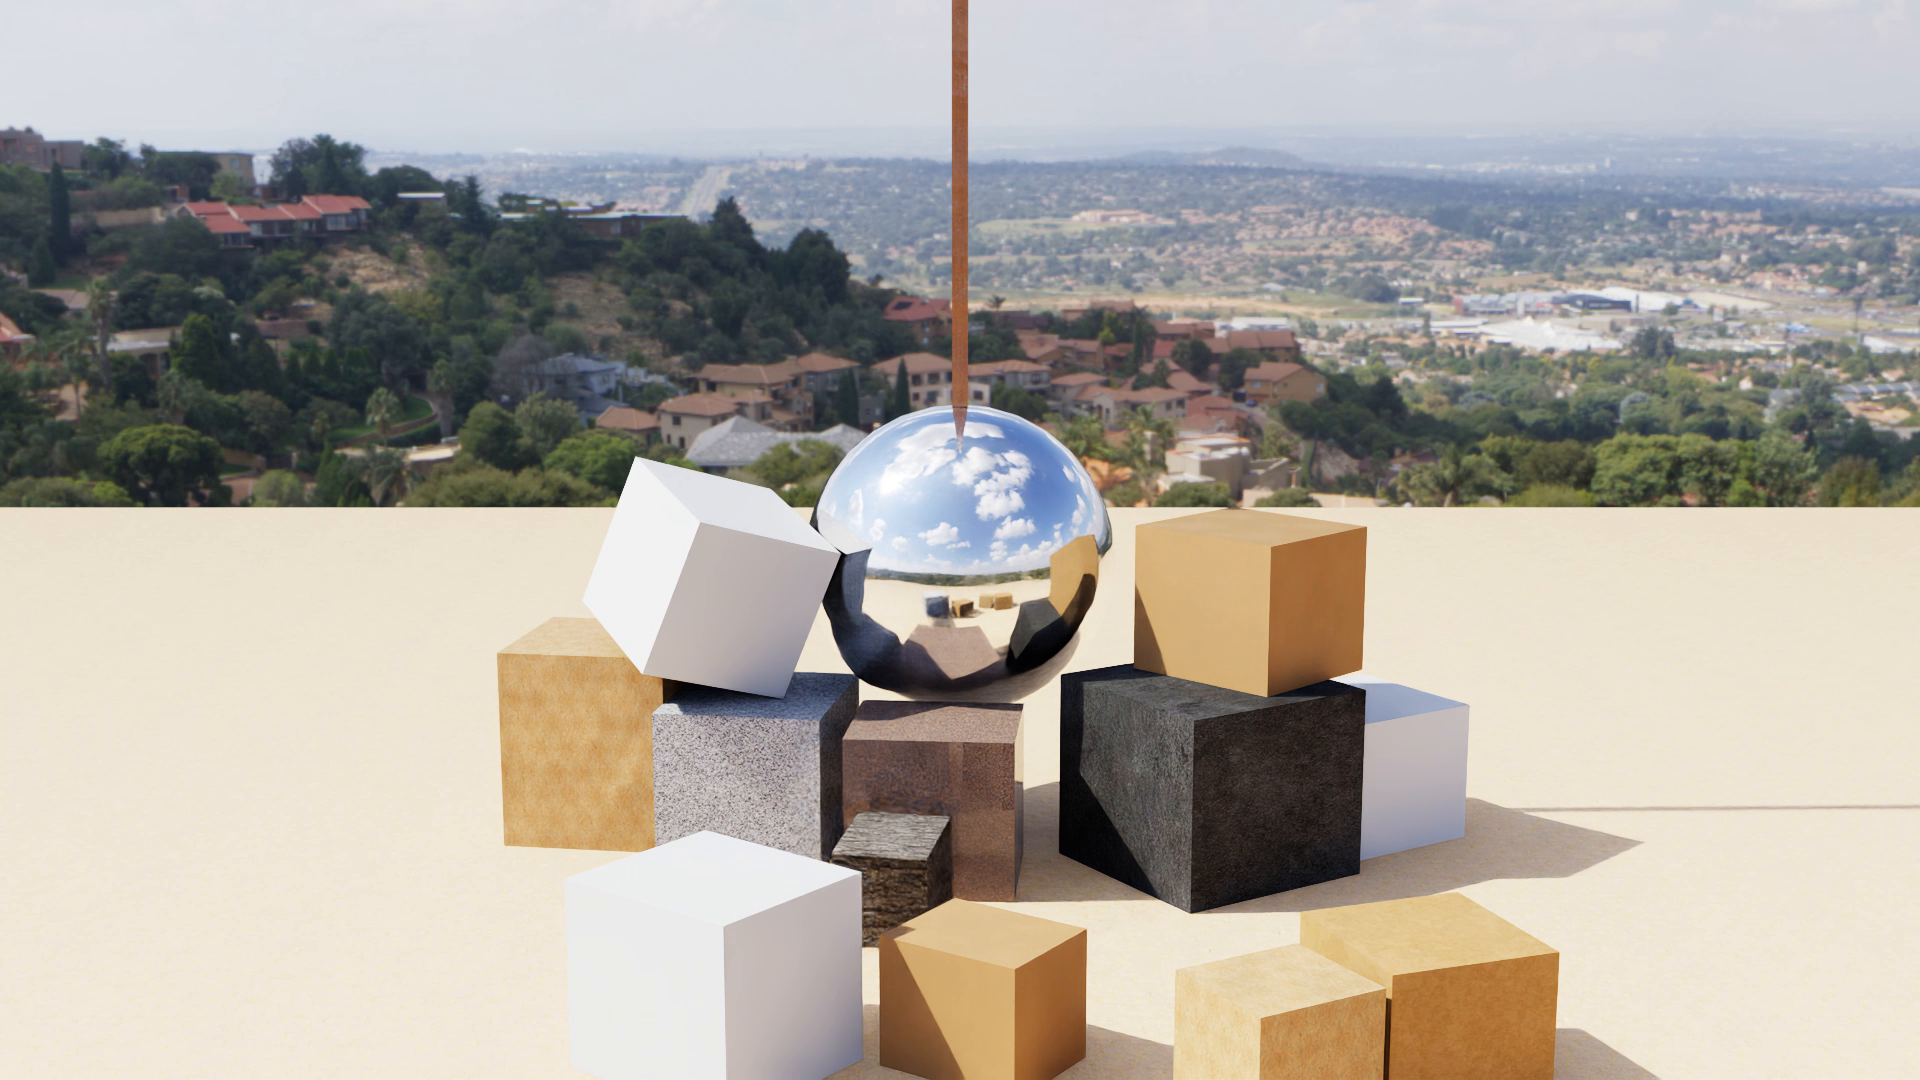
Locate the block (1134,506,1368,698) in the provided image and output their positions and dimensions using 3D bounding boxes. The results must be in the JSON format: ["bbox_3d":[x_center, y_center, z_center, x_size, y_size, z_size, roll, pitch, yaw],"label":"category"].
[{"bbox_3d":[1.429,0.285,10.856,0.827,0.720,0.775,10,14,44],"label":"block"}]

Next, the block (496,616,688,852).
[{"bbox_3d":[-1.817,0.987,11.348,0.845,0.997,0.852,2,10,8],"label":"block"}]

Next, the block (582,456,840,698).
[{"bbox_3d":[-1.249,0.187,10.948,0.792,0.801,0.858,13,16,-34],"label":"block"}]

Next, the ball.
[{"bbox_3d":[0.000,0.103,11.316,1.600,1.600,1.600,0,10,0],"label":"ball"}]

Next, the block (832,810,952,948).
[{"bbox_3d":[-0.298,1.523,9.847,0.427,0.436,0.491,2,16,12],"label":"block"}]

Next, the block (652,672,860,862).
[{"bbox_3d":[-1.008,1.147,11.107,0.828,0.770,0.943,2,10,9],"label":"block"}]

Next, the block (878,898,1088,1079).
[{"bbox_3d":[0.090,1.755,8.447,0.616,0.524,0.511,7,12,34],"label":"block"}]

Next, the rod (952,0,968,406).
[{"bbox_3d":[0.000,-3.230,10.644,0.080,5.200,0.080,0,11,0],"label":"rod"}]

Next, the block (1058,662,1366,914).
[{"bbox_3d":[1.216,1.139,10.737,1.046,0.917,1.045,-7,12,-32],"label":"block"}]

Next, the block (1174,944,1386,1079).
[{"bbox_3d":[1.143,1.839,7.910,0.550,0.551,0.509,-6,12,-29],"label":"block"}]

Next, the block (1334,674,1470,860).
[{"bbox_3d":[2.044,1.152,11.289,0.768,0.694,0.774,-6,12,-32],"label":"block"}]

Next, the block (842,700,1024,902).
[{"bbox_3d":[-0.114,1.242,10.581,0.801,0.770,0.734,1,10,5],"label":"block"}]

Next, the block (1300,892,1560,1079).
[{"bbox_3d":[1.752,1.753,8.302,0.694,0.579,0.693,-4,11,-19],"label":"block"}]

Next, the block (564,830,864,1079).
[{"bbox_3d":[-0.934,1.644,8.408,0.832,0.757,0.751,8,13,38],"label":"block"}]
